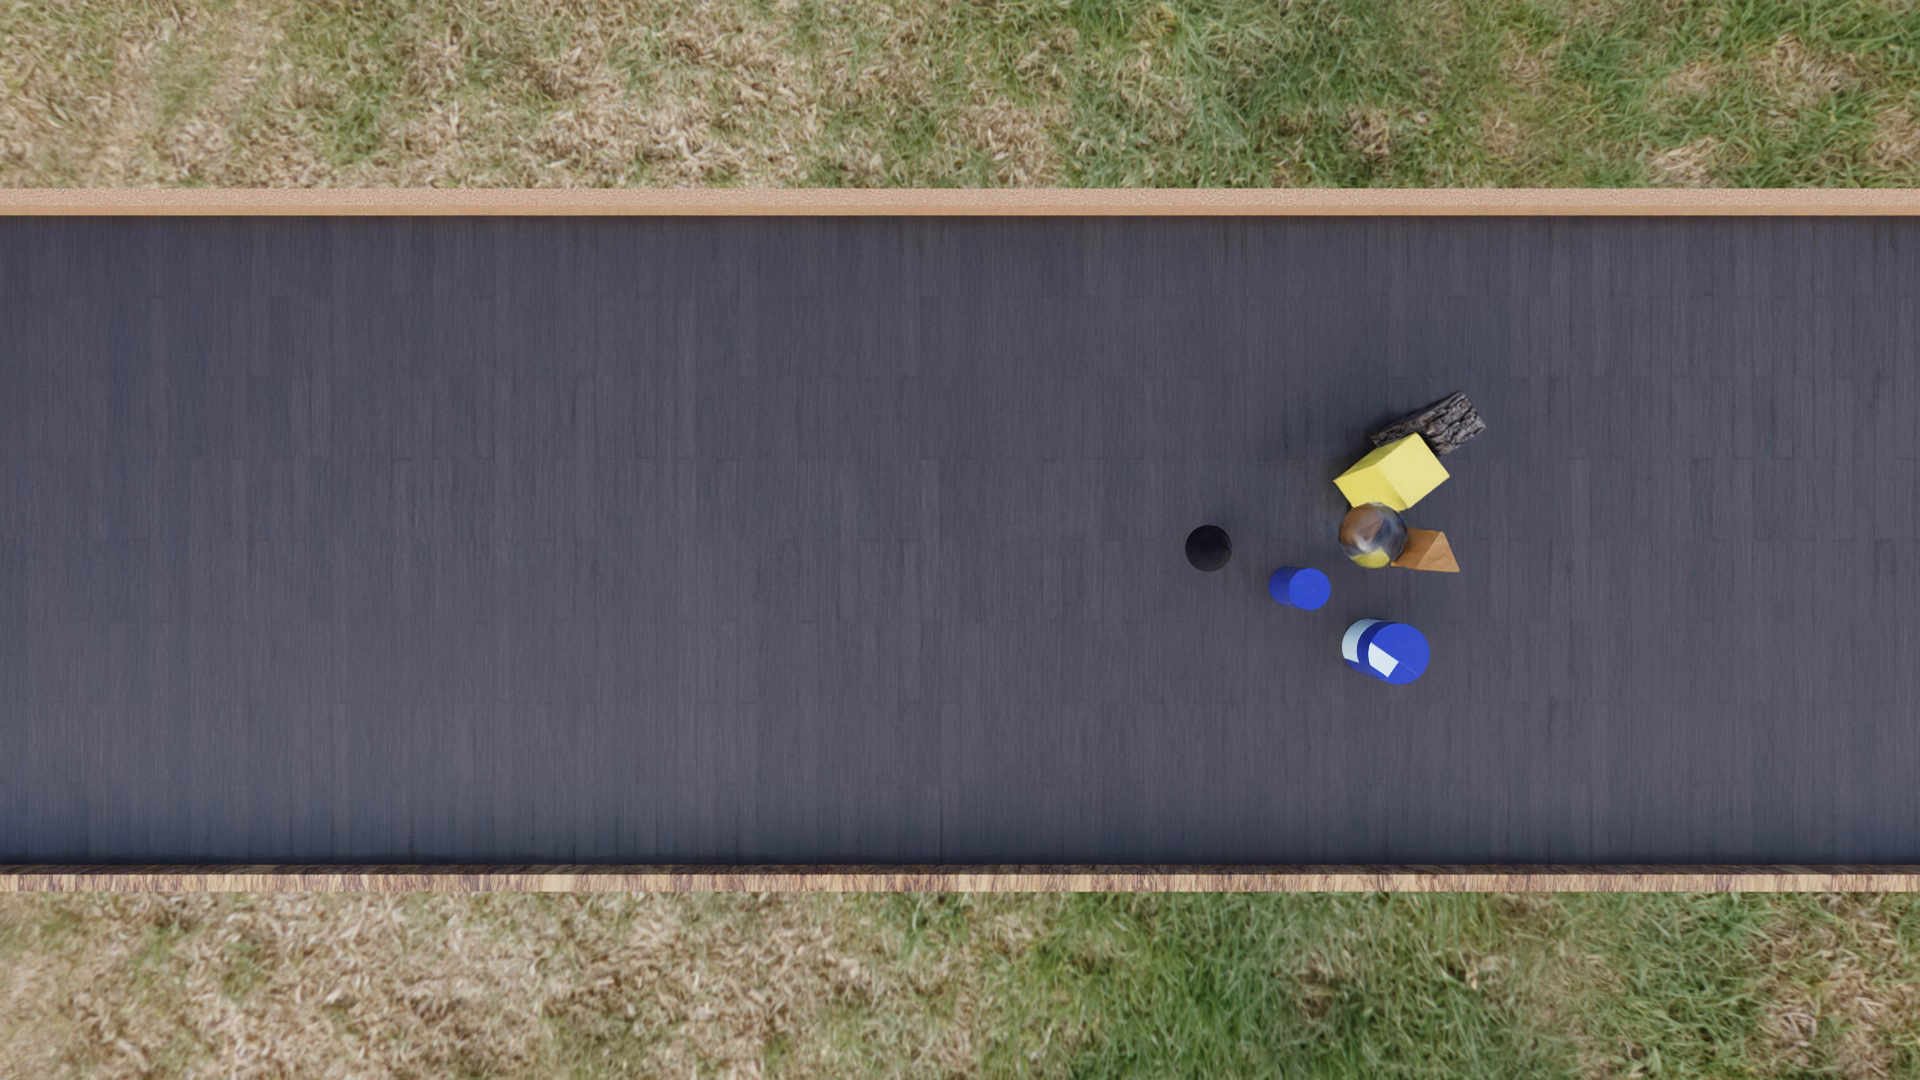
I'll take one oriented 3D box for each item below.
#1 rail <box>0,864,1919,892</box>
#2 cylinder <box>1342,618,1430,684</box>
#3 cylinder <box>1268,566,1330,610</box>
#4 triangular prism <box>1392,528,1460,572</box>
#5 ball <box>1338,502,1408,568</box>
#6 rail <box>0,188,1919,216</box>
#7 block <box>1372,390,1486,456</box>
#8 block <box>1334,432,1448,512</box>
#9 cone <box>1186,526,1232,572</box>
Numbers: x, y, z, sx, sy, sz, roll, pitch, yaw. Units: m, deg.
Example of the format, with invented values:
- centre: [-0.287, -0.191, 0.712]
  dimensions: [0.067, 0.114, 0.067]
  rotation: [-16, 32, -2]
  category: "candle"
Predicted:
- centre: [-2.247, 1.025, 5.001]
  dimensions: [12.000, 0.150, 0.050]
  rotation: [0, 90, 0]
  category: "rail"
- centre: [1.264, 0.328, 4.912]
  dimensions: [0.177, 0.329, 0.177]
  rotation: [0, 90, 0]
  category: "cylinder"
- centre: [1.011, 0.142, 4.921]
  dimensions: [0.121, 0.312, 0.121]
  rotation: [0, 90, 0]
  category: "cylinder"
- centre: [1.311, 0.018, 4.839]
  dimensions: [0.124, 0.458, 0.108]
  rotation: [4, 92, -8]
  category: "triangular prism"
- centre: [1.193, -0.015, 4.764]
  dimensions: [0.191, 0.191, 0.191]
  rotation: [0, 90, 0]
  category: "ball"
- centre: [-2.247, -1.025, 5.002]
  dimensions: [12.000, 0.150, 0.050]
  rotation: [0, 90, 0]
  category: "rail"
- centre: [1.384, -0.318, 4.889]
  dimensions: [0.131, 0.354, 0.131]
  rotation: [-32, 90, -15]
  category: "block"
- centre: [1.276, -0.183, 4.896]
  dimensions: [0.157, 0.338, 0.157]
  rotation: [-37, 90, -10]
  category: "block"
- centre: [0.766, 0.026, 4.883]
  dimensions: [0.144, 0.387, 0.144]
  rotation: [0, 90, 0]
  category: "cone"
